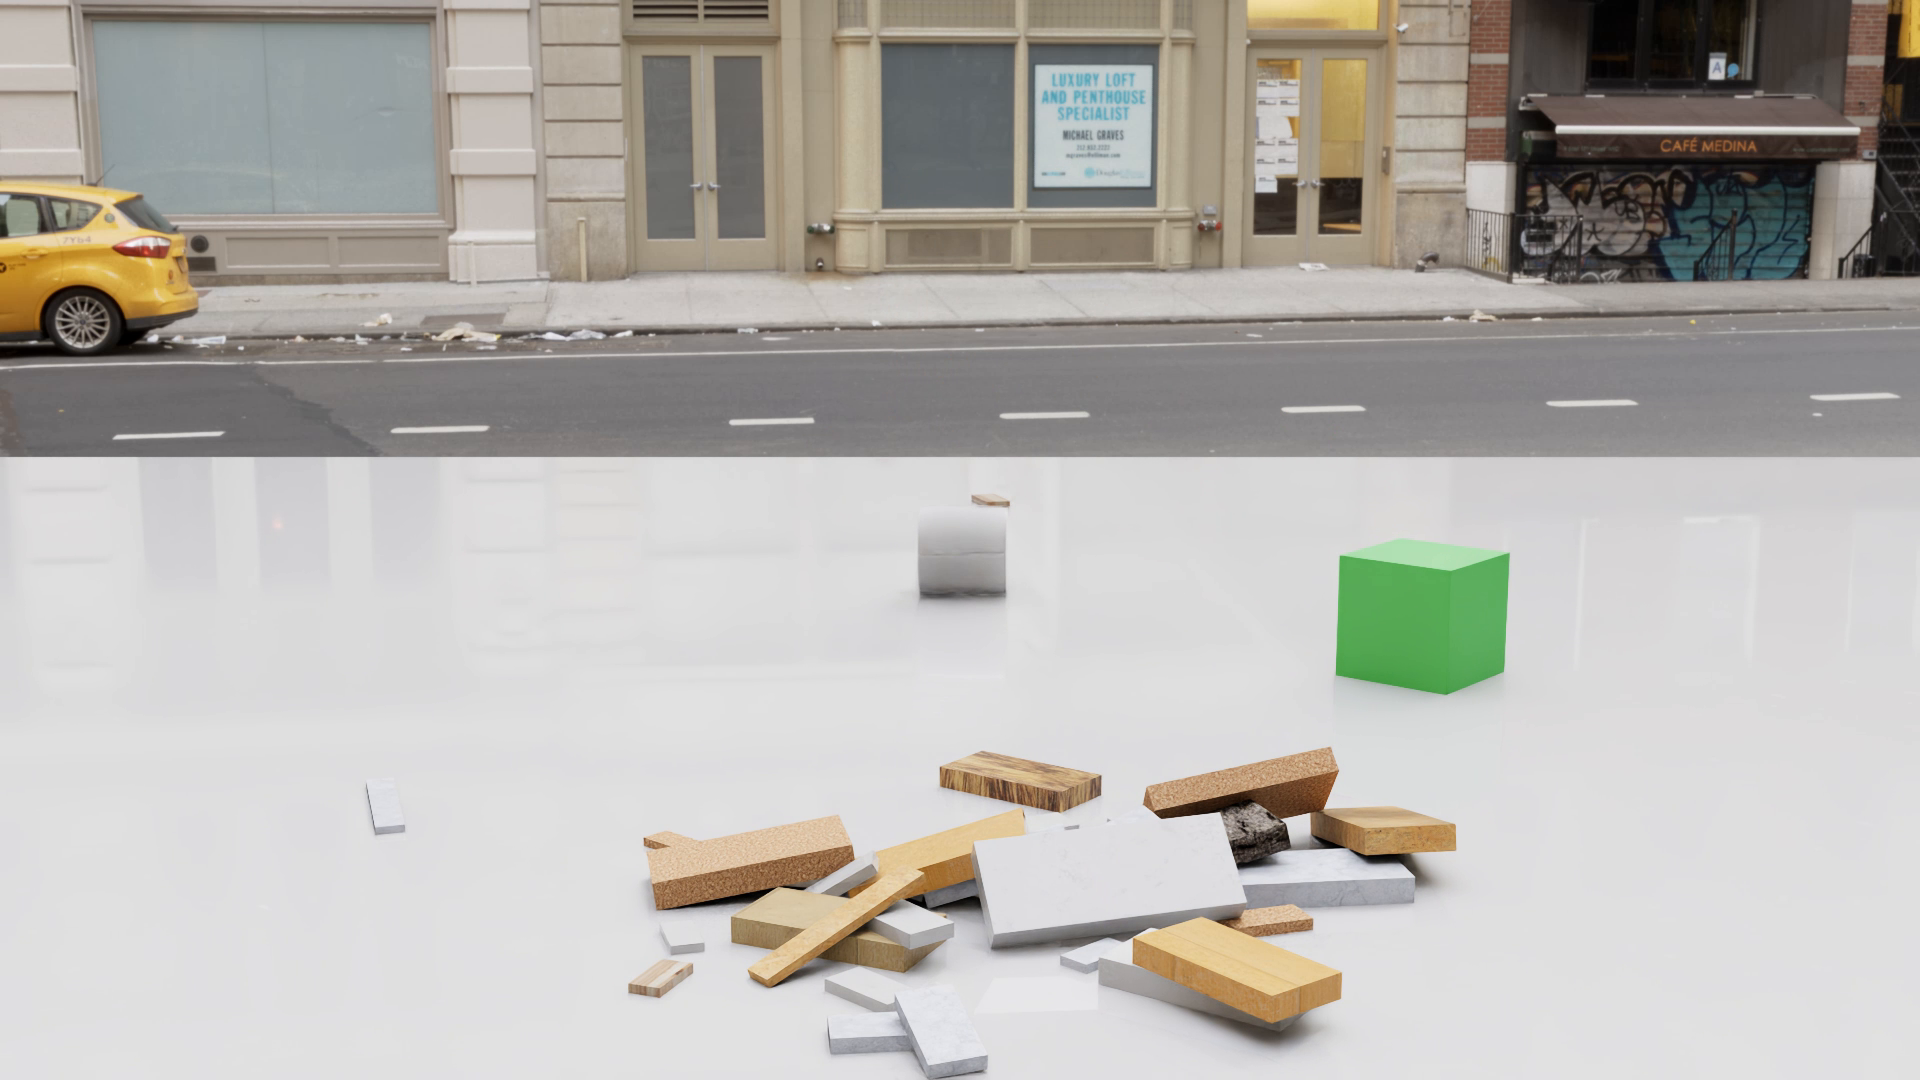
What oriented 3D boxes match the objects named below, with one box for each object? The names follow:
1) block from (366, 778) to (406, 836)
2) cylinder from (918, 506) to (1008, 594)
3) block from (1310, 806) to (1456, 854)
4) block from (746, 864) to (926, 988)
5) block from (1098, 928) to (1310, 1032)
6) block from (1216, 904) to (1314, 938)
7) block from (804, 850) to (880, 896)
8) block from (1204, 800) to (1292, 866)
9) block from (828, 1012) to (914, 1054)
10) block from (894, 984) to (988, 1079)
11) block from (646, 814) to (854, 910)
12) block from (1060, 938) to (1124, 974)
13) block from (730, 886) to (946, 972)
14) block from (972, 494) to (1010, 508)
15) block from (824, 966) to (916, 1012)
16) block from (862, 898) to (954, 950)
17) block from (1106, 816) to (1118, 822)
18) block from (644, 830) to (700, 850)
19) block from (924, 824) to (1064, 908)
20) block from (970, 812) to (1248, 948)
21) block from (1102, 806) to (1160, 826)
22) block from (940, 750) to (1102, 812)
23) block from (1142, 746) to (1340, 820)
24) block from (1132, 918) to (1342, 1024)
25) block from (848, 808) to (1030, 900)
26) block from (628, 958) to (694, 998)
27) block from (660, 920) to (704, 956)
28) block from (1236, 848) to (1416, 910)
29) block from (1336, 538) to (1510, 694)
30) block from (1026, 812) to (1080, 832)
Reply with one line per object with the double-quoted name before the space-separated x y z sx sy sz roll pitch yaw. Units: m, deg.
"block" -1.079 0.498 4.125 0.053 0.015 0.310 -3 11 -18
"cylinder" 0.010 0.028 6.048 0.238 0.238 0.238 0 11 3
"block" 0.733 0.504 3.834 0.158 0.045 0.316 -1 -1 -8
"block" -0.186 0.588 3.362 0.311 0.015 0.054 -30 26 -31
"block" 0.373 0.646 3.249 0.302 0.043 0.151 7 13 35
"block" 0.486 0.610 3.510 0.138 0.020 0.069 -4 11 -19
"block" -0.196 0.559 3.594 0.138 0.020 0.069 -31 10 5
"block" 0.379 0.523 3.707 0.316 0.045 0.158 -16 12 -12
"block" -0.100 0.688 3.076 0.167 0.024 0.084 -1 11 -6
"block" -0.027 0.675 3.028 0.084 0.024 0.167 -6 26 -16
"block" -0.352 0.539 3.691 0.333 0.047 0.166 -10 12 -9
"block" 0.211 0.637 3.372 0.109 0.015 0.054 -10 15 -43
"block" -0.190 0.609 3.449 0.302 0.043 0.151 5 12 24
"block" 0.104 -0.133 7.497 0.081 0.023 0.163 -4 11 -19
"block" -0.128 0.662 3.227 0.069 0.020 0.138 -10 14 -43
"block" -0.093 0.586 3.389 0.084 0.024 0.167 -8 13 -37
"block" 0.358 0.516 4.002 0.163 0.023 0.081 -5 12 -27
"block" -0.505 0.540 3.898 0.109 0.015 0.054 9 14 41
"block" 0.060 0.540 3.652 0.249 0.035 0.125 -17 11 2
"block" 0.235 0.539 3.491 0.409 0.047 0.166 -5 52 -11
"block" 0.222 0.526 3.664 0.249 0.035 0.125 -24 14 -10
"block" 0.116 0.464 4.238 0.283 0.040 0.141 8 13 36
"block" 0.486 0.453 3.859 0.333 0.047 0.167 -11 -30 -8
"block" 0.397 0.618 3.176 0.141 0.040 0.283 -8 13 -37
"block" -0.033 0.529 3.636 0.302 0.043 0.151 -17 10 3
"block" -0.446 0.654 3.284 0.053 0.015 0.105 4 11 20
"block" -0.436 0.623 3.450 0.053 0.015 0.105 -3 11 -17
"block" 0.582 0.566 3.677 0.316 0.045 0.158 -1 11 -7
"block" 1.080 0.173 5.133 0.286 0.286 0.286 9 14 39
"block" 0.124 0.524 3.963 0.163 0.023 0.081 -5 12 -26
